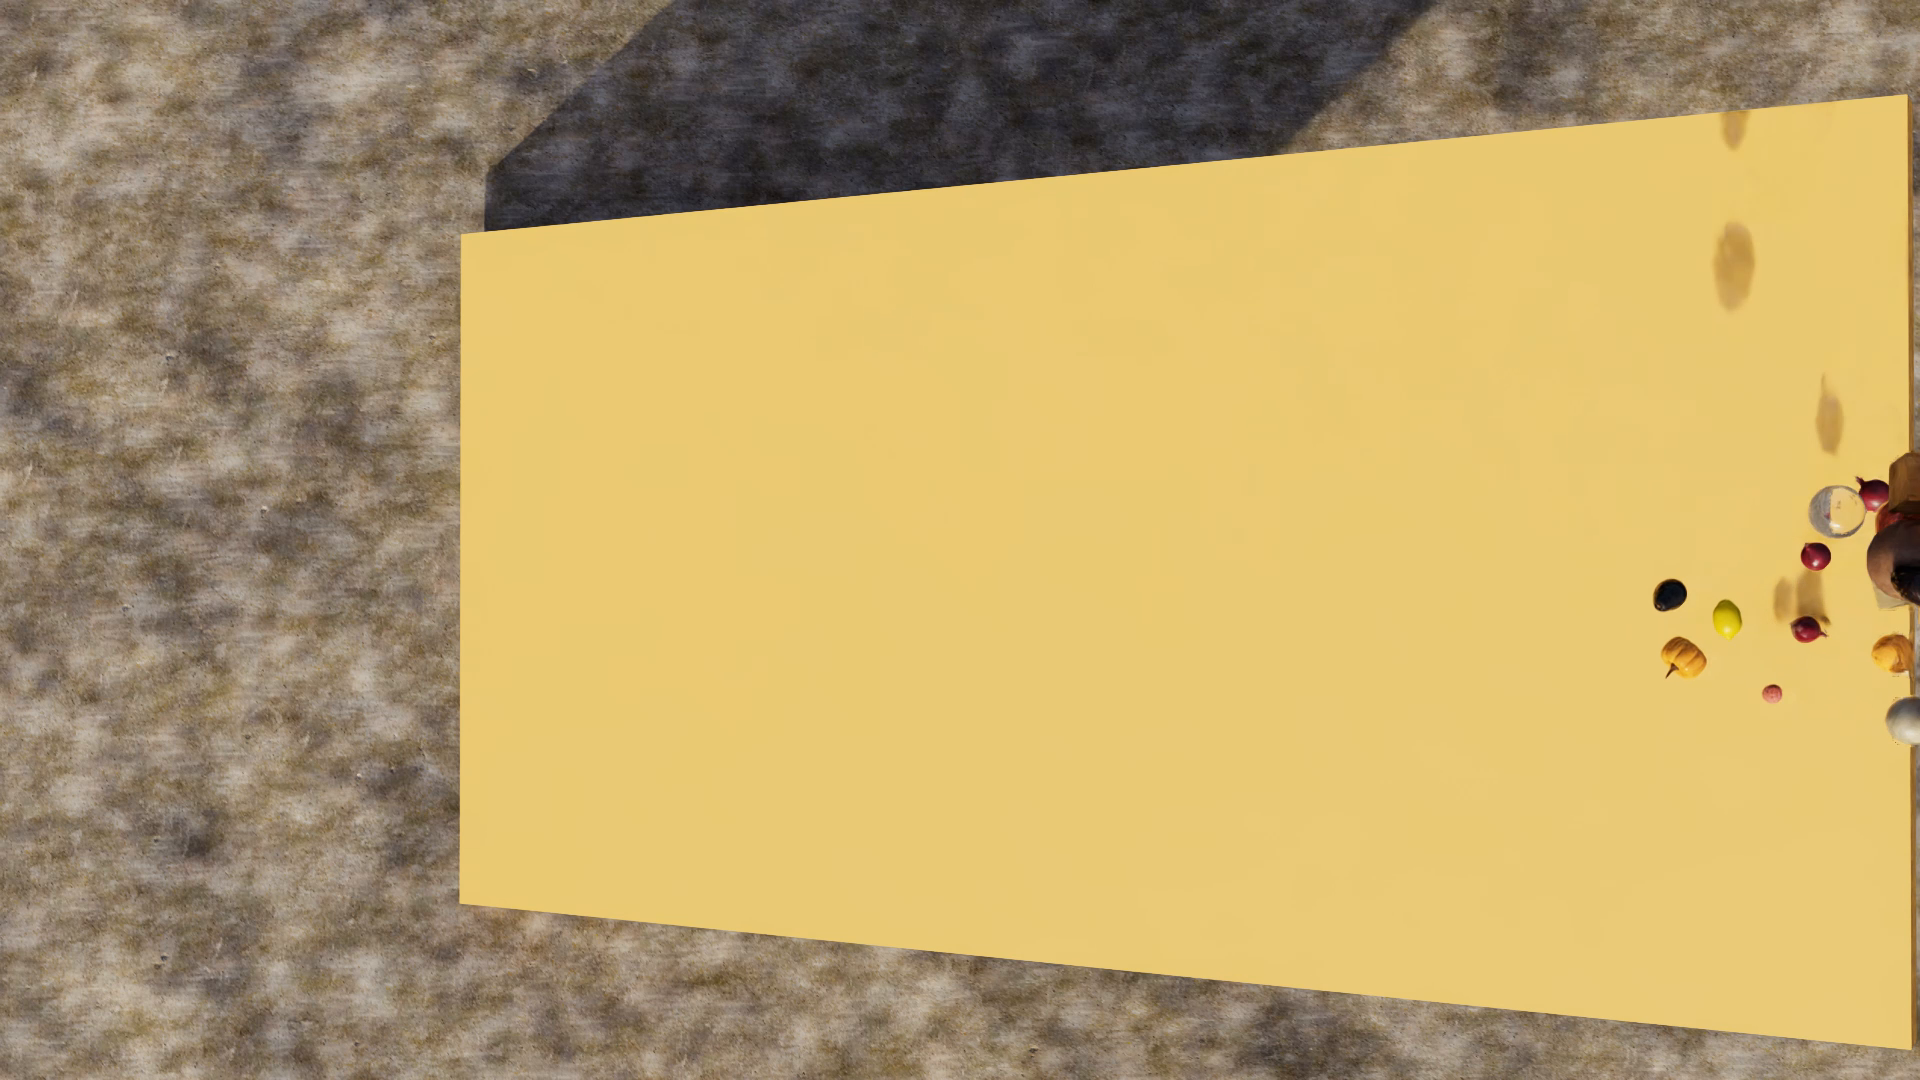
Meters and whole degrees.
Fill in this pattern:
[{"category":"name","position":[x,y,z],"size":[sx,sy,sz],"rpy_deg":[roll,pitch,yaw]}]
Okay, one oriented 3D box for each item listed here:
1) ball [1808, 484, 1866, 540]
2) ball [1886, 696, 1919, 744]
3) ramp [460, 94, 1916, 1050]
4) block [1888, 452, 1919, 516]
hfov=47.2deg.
[{"category":"ball","position":[1.471,-0.047,3.690],"size":[0.092,0.092,0.092],"rpy_deg":[0,89,0]},{"category":"ball","position":[1.683,0.319,3.890],"size":[0.086,0.086,0.086],"rpy_deg":[0,89,0]},{"category":"ramp","position":[0.272,0.075,5.632],"size":[4.000,0.100,2.000],"rpy_deg":[0,89,30]},{"category":"block","position":[1.560,-0.089,3.563],"size":[0.080,0.080,0.080],"rpy_deg":[6,76,4]}]
